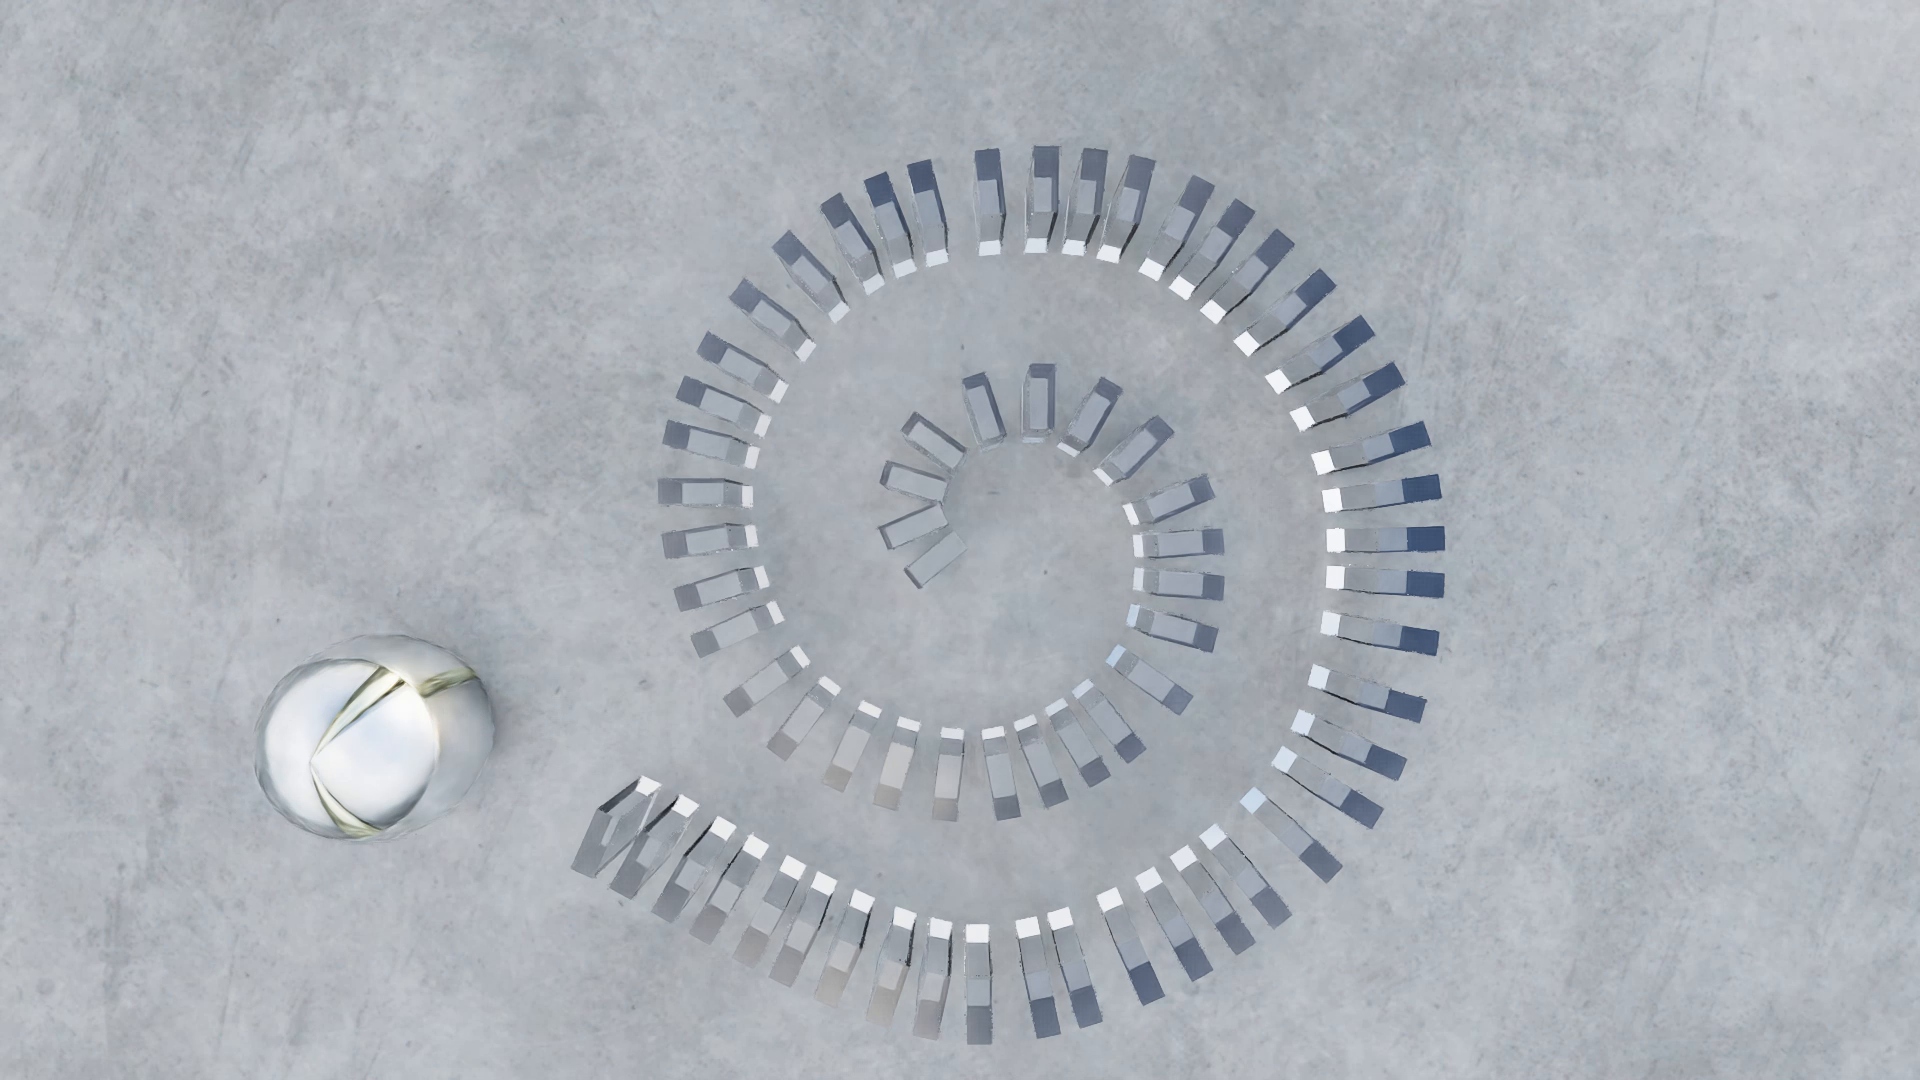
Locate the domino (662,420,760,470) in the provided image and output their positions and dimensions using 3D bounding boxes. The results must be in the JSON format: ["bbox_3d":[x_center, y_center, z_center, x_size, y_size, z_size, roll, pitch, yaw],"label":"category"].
[{"bbox_3d":[-0.101,-0.038,0.375,0.025,0.050,0.009,14,90,0],"label":"domino"}]

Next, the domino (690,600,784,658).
[{"bbox_3d":[-0.090,0.036,0.375,0.025,0.050,0.009,-24,90,0],"label":"domino"}]

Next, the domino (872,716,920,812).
[{"bbox_3d":[-0.025,0.090,0.375,0.010,0.050,0.025,17,90,0],"label":"domino"}]

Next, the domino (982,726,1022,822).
[{"bbox_3d":[0.016,0.094,0.375,0.010,0.050,0.025,-11,90,0],"label":"domino"}]

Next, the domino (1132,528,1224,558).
[{"bbox_3d":[0.088,0.001,0.375,0.025,0.050,0.010,-5,90,0],"label":"domino"}]

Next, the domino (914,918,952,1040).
[{"bbox_3d":[-0.011,0.178,0.375,0.010,0.050,0.025,12,90,0],"label":"domino"}]

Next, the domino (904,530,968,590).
[{"bbox_3d":[-0.009,0.007,0.375,0.025,0.050,0.009,-39,90,0],"label":"domino"}]

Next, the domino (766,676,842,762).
[{"bbox_3d":[-0.063,0.072,0.375,0.009,0.050,0.025,37,90,0],"label":"domino"}]

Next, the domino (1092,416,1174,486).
[{"bbox_3d":[0.070,-0.036,0.375,0.009,0.050,0.025,45,90,0],"label":"domino"}]

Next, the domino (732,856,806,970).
[{"bbox_3d":[-0.077,0.151,0.375,0.010,0.050,0.025,28,90,0],"label":"domino"}]

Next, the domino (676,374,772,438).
[{"bbox_3d":[-0.095,-0.054,0.375,0.025,0.050,0.009,22,90,0],"label":"domino"}]

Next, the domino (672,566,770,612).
[{"bbox_3d":[-0.096,0.019,0.375,0.025,0.050,0.009,-18,90,0],"label":"domino"}]

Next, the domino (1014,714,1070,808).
[{"bbox_3d":[0.033,0.089,0.375,0.010,0.050,0.025,-23,90,0],"label":"domino"}]

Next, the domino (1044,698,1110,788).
[{"bbox_3d":[0.047,0.082,0.375,0.010,0.050,0.025,-31,90,0],"label":"domino"}]

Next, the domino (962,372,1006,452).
[{"bbox_3d":[0.009,-0.051,0.375,0.010,0.050,0.025,-18,90,0],"label":"domino"}]

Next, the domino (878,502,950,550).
[{"bbox_3d":[-0.018,-0.006,0.375,0.025,0.050,0.009,-24,90,0],"label":"domino"}]

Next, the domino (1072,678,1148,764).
[{"bbox_3d":[0.060,0.073,0.375,0.009,0.050,0.025,-38,90,0],"label":"domino"}]

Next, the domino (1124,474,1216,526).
[{"bbox_3d":[0.084,-0.016,0.375,0.025,0.050,0.009,-23,90,0],"label":"domino"}]

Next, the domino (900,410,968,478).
[{"bbox_3d":[-0.010,-0.038,0.375,0.025,0.050,0.009,36,90,0],"label":"domino"}]

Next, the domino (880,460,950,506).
[{"bbox_3d":[-0.018,-0.023,0.375,0.025,0.050,0.009,17,90,0],"label":"domino"}]

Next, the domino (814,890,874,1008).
[{"bbox_3d":[-0.047,0.166,0.375,0.009,0.050,0.025,24,90,0],"label":"domino"}]

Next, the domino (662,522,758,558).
[{"bbox_3d":[-0.101,0.000,0.375,0.025,0.050,0.009,-10,90,0],"label":"domino"}]

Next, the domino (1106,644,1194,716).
[{"bbox_3d":[0.076,0.056,0.375,0.025,0.050,0.010,35,90,0],"label":"domino"}]

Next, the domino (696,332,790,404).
[{"bbox_3d":[-0.088,-0.070,0.375,0.025,0.050,0.009,29,90,0],"label":"domino"}]

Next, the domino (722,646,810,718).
[{"bbox_3d":[-0.078,0.057,0.375,0.025,0.050,0.009,-36,90,0],"label":"domino"}]

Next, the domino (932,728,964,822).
[{"bbox_3d":[-0.005,0.095,0.375,0.010,0.050,0.025,7,90,0],"label":"domino"}]

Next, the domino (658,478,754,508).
[{"bbox_3d":[-0.103,-0.019,0.375,0.025,0.050,0.009,0,90,0],"label":"domino"}]

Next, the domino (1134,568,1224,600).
[{"bbox_3d":[0.088,0.018,0.375,0.025,0.050,0.010,4,90,0],"label":"domino"}]

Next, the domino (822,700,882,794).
[{"bbox_3d":[-0.044,0.083,0.375,0.009,0.050,0.025,25,90,0],"label":"domino"}]

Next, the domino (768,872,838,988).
[{"bbox_3d":[-0.063,0.158,0.375,0.009,0.050,0.025,27,90,0],"label":"domino"}]

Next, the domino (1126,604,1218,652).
[{"bbox_3d":[0.086,0.035,0.375,0.025,0.050,0.009,14,90,0],"label":"domino"}]

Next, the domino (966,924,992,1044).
[{"bbox_3d":[0.007,0.180,0.375,0.010,0.050,0.025,0,90,0],"label":"domino"}]

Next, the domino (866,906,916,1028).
[{"bbox_3d":[-0.028,0.173,0.375,0.010,0.050,0.025,19,90,0],"label":"domino"}]

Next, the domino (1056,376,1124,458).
[{"bbox_3d":[0.052,-0.049,0.375,0.009,0.050,0.025,30,90,0],"label":"domino"}]

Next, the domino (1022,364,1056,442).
[{"bbox_3d":[0.032,-0.055,0.375,0.009,0.050,0.025,1,90,0],"label":"domino"}]
